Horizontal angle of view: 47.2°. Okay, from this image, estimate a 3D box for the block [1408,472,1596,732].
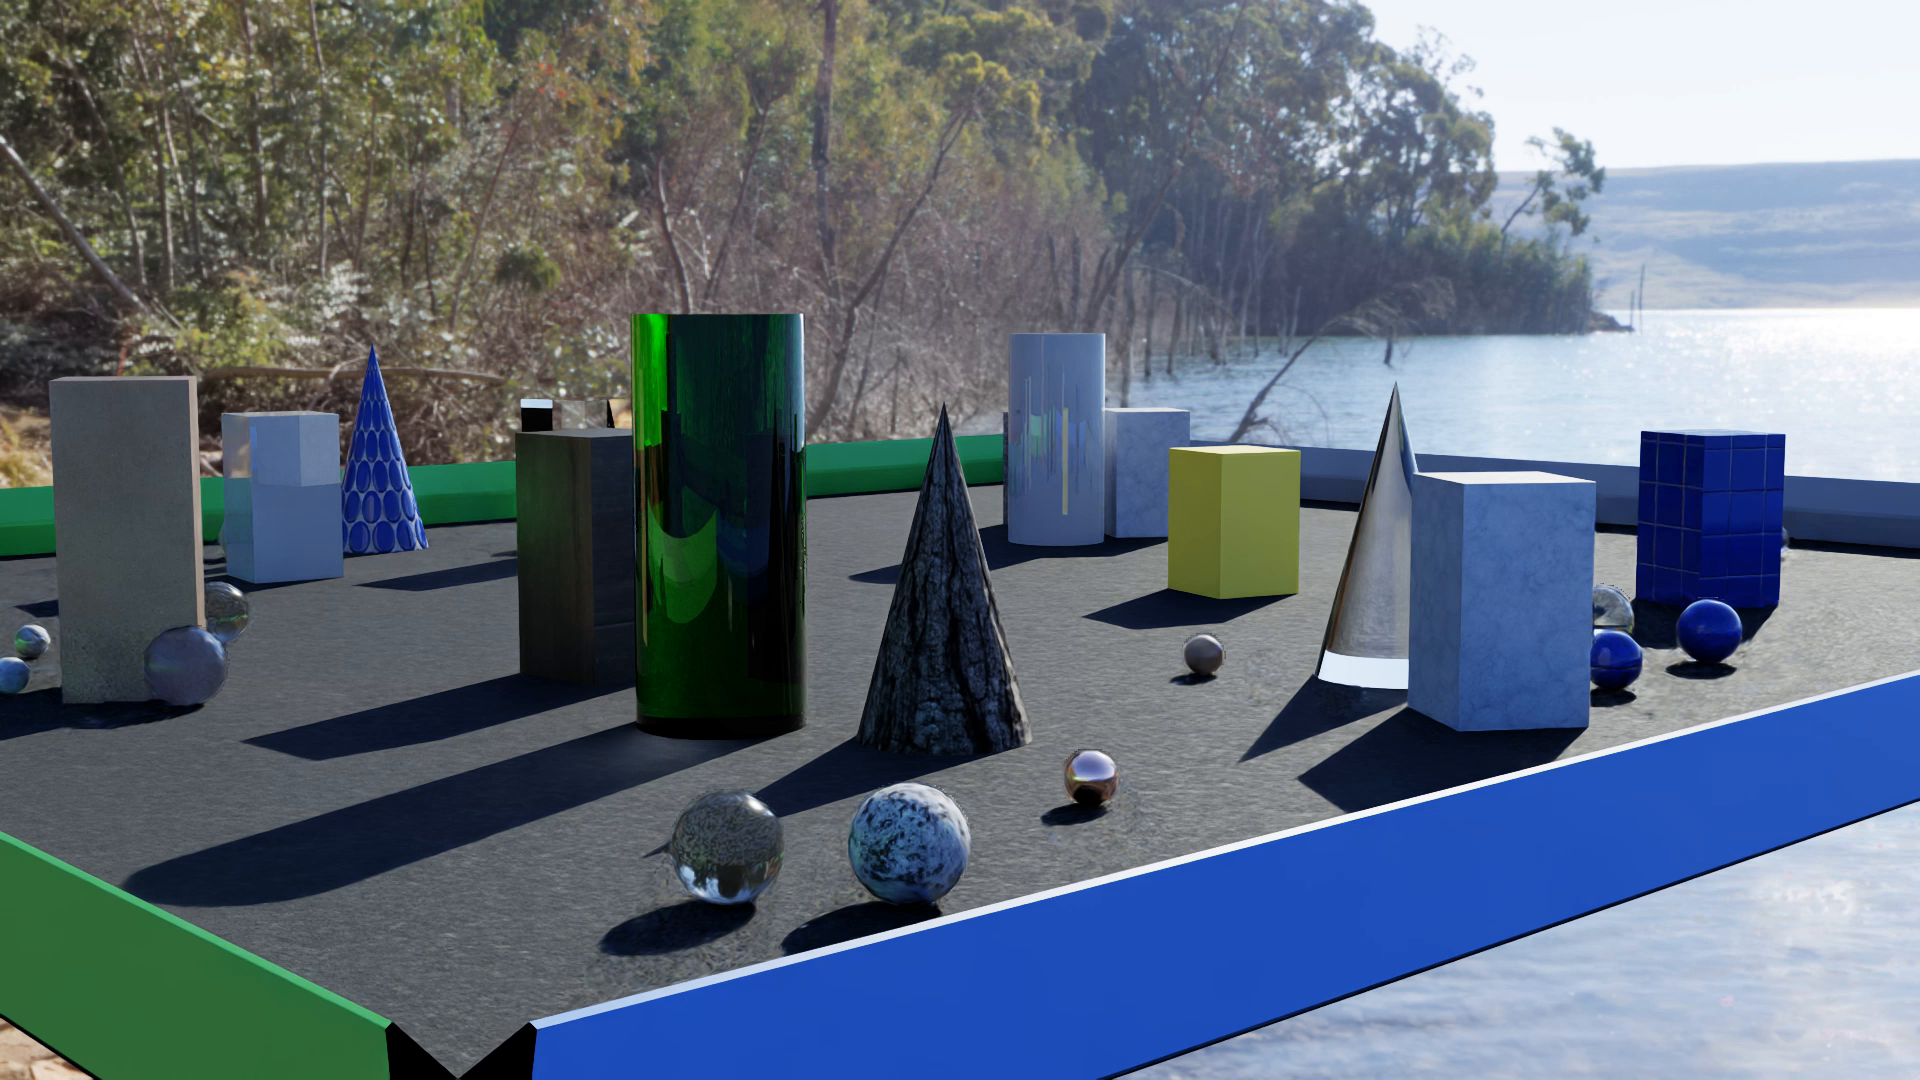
[{"bbox_3d":[0.583,0.062,2.377,0.146,0.261,0.146,-1,6,-9],"label":"block"}]

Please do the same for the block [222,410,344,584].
[{"bbox_3d":[-1.116,-0.074,3.620,0.146,0.268,0.146,-4,7,-35],"label":"block"}]

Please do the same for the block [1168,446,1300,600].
[{"bbox_3d":[0.427,-0.031,3.433,0.146,0.222,0.146,-3,7,-27],"label":"block"}]

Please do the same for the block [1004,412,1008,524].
[{"bbox_3d":[0.191,-0.148,4.496,0.146,0.229,0.146,5,8,41],"label":"block"}]

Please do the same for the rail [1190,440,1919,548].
[{"bbox_3d":[1.290,-0.095,4.516,0.045,0.119,3.178,-6,8,-42],"label":"rail"}]

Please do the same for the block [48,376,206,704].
[{"bbox_3d":[-0.955,-0.005,2.534,0.146,0.362,0.146,-2,6,-16],"label":"block"}]

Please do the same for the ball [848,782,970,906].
[{"bbox_3d":[-0.038,0.227,1.635,0.091,0.091,0.091,0,6,0],"label":"ball"}]

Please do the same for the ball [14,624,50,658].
[{"bbox_3d":[-1.178,0.128,2.791,0.042,0.042,0.042,0,6,0],"label":"ball"}]

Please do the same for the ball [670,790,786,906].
[{"bbox_3d":[-0.173,0.229,1.638,0.085,0.085,0.085,0,6,0],"label":"ball"}]

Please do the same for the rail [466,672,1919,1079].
[{"bbox_3d":[1.062,0.153,2.188,3.557,0.119,0.045,-6,8,-42],"label":"rail"}]

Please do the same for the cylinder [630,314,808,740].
[{"bbox_3d":[-0.254,-0.020,2.328,0.183,0.436,0.183,0,6,0],"label":"cylinder"}]

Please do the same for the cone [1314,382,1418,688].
[{"bbox_3d":[0.519,-0.014,2.637,0.183,0.357,0.183,0,6,0],"label":"cone"}]

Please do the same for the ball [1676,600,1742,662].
[{"bbox_3d":[0.936,0.114,2.748,0.079,0.079,0.079,0,6,0],"label":"ball"}]

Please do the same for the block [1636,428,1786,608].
[{"bbox_3d":[1.126,-0.034,3.304,0.146,0.256,0.146,-2,6,-20],"label":"block"}]

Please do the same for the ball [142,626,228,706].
[{"bbox_3d":[-0.864,0.140,2.453,0.089,0.089,0.089,0,6,0],"label":"ball"}]

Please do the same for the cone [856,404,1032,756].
[{"bbox_3d":[-0.016,0.031,2.255,0.183,0.348,0.183,0,6,0],"label":"cone"}]

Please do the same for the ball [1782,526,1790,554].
[{"bbox_3d":[1.441,0.000,3.904,0.060,0.060,0.060,0,6,0],"label":"ball"}]

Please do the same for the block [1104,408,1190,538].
[{"bbox_3d":[0.356,-0.134,4.304,0.146,0.242,0.146,-1,6,-12],"label":"block"}]

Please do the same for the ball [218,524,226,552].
[{"bbox_3d":[-1.272,-0.004,3.887,0.073,0.073,0.073,0,6,0],"label":"ball"}]

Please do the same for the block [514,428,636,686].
[{"bbox_3d":[-0.432,0.016,2.663,0.146,0.292,0.146,6,8,42],"label":"block"}]

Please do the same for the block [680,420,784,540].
[{"bbox_3d":[-0.441,-0.119,4.264,0.146,0.221,0.146,2,7,21],"label":"block"}]

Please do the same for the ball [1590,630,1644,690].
[{"bbox_3d":[0.757,0.140,2.553,0.070,0.070,0.070,0,6,0],"label":"ball"}]

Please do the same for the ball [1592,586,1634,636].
[{"bbox_3d":[0.822,0.102,2.828,0.086,0.086,0.086,0,6,0],"label":"ball"}]

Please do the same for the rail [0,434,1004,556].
[{"bbox_3d":[-1.062,-0.091,4.476,3.557,0.119,0.045,-6,8,-42],"label":"rail"}]

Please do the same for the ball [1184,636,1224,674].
[{"bbox_3d":[0.295,0.139,2.660,0.048,0.048,0.048,0,6,0],"label":"ball"}]

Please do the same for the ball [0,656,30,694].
[{"bbox_3d":[-1.094,0.155,2.532,0.042,0.042,0.042,0,6,0],"label":"ball"}]

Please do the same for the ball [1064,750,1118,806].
[{"bbox_3d":[0.117,0.213,1.964,0.049,0.049,0.049,0,6,0],"label":"ball"}]

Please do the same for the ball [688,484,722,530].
[{"bbox_3d":[-0.521,-0.066,4.389,0.090,0.090,0.090,0,6,0],"label":"ball"}]

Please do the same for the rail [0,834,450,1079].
[{"bbox_3d":[-1.290,0.157,2.149,0.045,0.119,3.178,-6,8,-42],"label":"rail"}]

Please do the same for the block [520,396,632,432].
[{"bbox_3d":[-0.675,-0.112,3.921,0.146,0.280,0.146,4,7,31],"label":"block"}]

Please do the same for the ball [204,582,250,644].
[{"bbox_3d":[-0.978,0.096,2.891,0.084,0.084,0.084,0,6,0],"label":"ball"}]

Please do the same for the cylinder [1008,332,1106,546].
[{"bbox_3d":[0.182,-0.194,4.158,0.183,0.392,0.183,0,6,0],"label":"cylinder"}]

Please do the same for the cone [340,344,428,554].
[{"bbox_3d":[-1.074,-0.174,4.038,0.183,0.378,0.183,0,6,0],"label":"cone"}]
